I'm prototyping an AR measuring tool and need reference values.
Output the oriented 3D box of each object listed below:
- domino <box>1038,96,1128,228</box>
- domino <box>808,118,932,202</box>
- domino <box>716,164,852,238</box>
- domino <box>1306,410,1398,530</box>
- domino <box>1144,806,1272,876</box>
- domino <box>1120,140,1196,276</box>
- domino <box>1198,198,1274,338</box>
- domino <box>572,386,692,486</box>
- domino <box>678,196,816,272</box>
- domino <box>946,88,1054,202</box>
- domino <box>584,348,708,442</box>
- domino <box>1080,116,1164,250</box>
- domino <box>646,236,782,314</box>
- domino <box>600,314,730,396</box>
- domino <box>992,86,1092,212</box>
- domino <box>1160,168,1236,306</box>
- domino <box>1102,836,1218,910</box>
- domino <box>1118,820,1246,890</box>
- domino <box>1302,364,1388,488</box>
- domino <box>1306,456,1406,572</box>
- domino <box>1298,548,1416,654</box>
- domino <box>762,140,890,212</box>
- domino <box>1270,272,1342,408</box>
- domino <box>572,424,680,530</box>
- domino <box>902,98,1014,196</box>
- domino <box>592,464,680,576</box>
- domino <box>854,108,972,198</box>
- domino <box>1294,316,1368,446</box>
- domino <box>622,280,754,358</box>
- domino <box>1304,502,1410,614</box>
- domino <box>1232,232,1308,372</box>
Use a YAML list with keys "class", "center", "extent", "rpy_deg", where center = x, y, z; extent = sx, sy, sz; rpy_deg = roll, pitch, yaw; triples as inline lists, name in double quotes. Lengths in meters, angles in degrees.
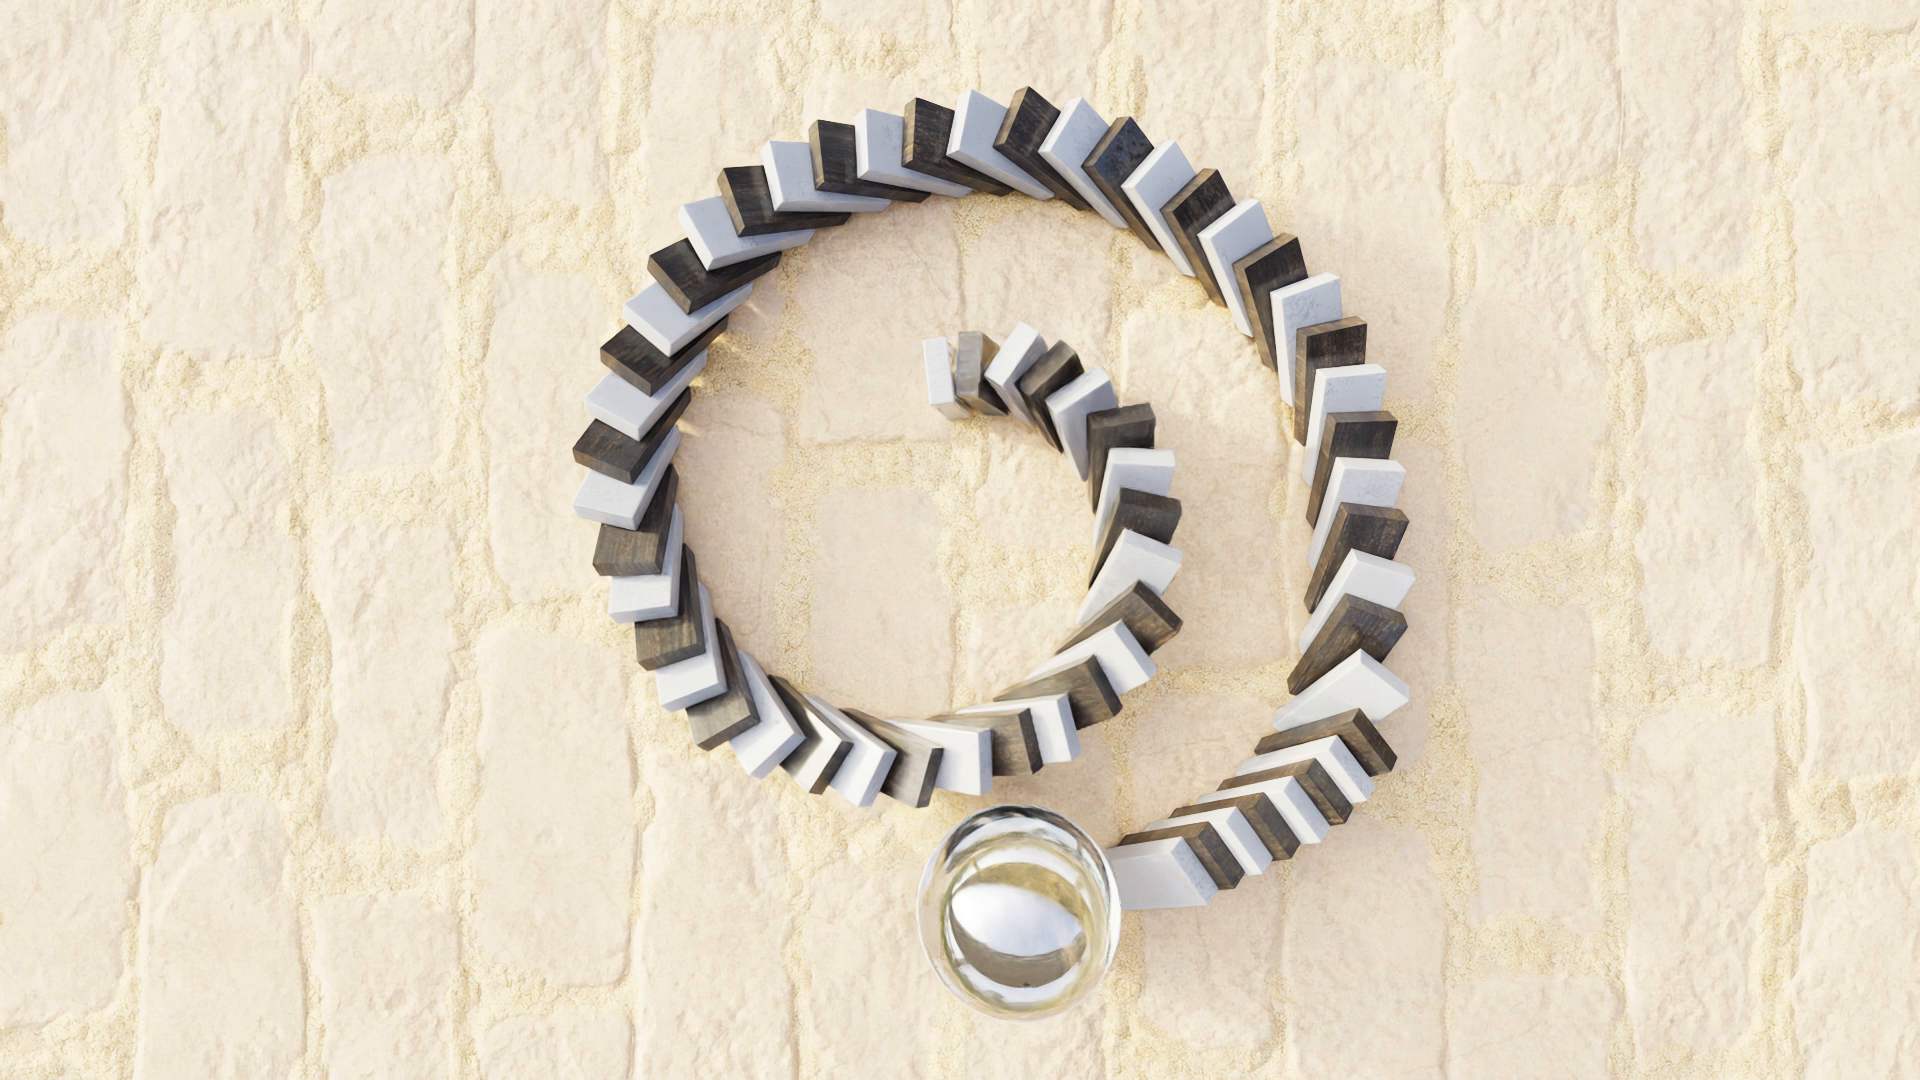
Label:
- class: "domino"
  center: [0.058, -0.156, 0.382]
  extent: [0.050, 0.010, 0.025]
  rpy_deg: [31, 89, -32]
- class: "domino"
  center: [-0.037, -0.157, 0.383]
  extent: [0.050, 0.009, 0.025]
  rpy_deg: [-6, 90, -32]
- class: "domino"
  center: [-0.073, -0.143, 0.382]
  extent: [0.050, 0.010, 0.025]
  rpy_deg: [-20, 89, -33]
- class: "domino"
  center: [0.163, -0.029, 0.383]
  extent: [0.025, 0.010, 0.050]
  rpy_deg: [-2, 122, 0]
- class: "domino"
  center: [0.100, 0.126, 0.378]
  extent: [0.009, 0.050, 0.025]
  rpy_deg: [-36, 90, -39]
- class: "domino"
  center: [0.091, -0.138, 0.383]
  extent: [0.025, 0.010, 0.050]
  rpy_deg: [-48, 122, 0]
- class: "domino"
  center: [0.121, -0.113, 0.383]
  extent: [0.025, 0.010, 0.050]
  rpy_deg: [-37, 122, 0]
- class: "domino"
  center: [-0.136, -0.049, 0.382]
  extent: [0.025, 0.009, 0.050]
  rpy_deg: [22, 57, 0]
- class: "domino"
  center: [-0.089, -0.132, 0.382]
  extent: [0.050, 0.010, 0.025]
  rpy_deg: [-29, 90, -33]
- class: "domino"
  center: [0.020, -0.164, 0.382]
  extent: [0.050, 0.009, 0.025]
  rpy_deg: [12, 90, -33]
- class: "domino"
  center: [-0.130, -0.067, 0.382]
  extent: [0.025, 0.010, 0.050]
  rpy_deg: [28, 57, 0]
- class: "domino"
  center: [0.075, -0.148, 0.383]
  extent: [0.050, 0.010, 0.025]
  rpy_deg: [37, 89, -32]
- class: "domino"
  center: [-0.102, -0.116, 0.382]
  extent: [0.025, 0.009, 0.050]
  rpy_deg: [48, 57, 0]
- class: "domino"
  center: [-0.123, -0.085, 0.383]
  extent: [0.025, 0.010, 0.050]
  rpy_deg: [35, 57, 0]
- class: "domino"
  center: [0.040, -0.162, 0.382]
  extent: [0.050, 0.009, 0.025]
  rpy_deg: [23, 89, -33]
- class: "domino"
  center: [0.106, -0.126, 0.383]
  extent: [0.025, 0.010, 0.050]
  rpy_deg: [-43, 122, 0]
- class: "domino"
  center: [0.079, 0.138, 0.378]
  extent: [0.009, 0.050, 0.025]
  rpy_deg: [-35, 90, -39]
- class: "domino"
  center: [0.089, 0.132, 0.378]
  extent: [0.010, 0.050, 0.025]
  rpy_deg: [-36, 90, -39]
- class: "domino"
  center: [0.160, -0.047, 0.383]
  extent: [0.025, 0.009, 0.050]
  rpy_deg: [-6, 122, -1]
- class: "domino"
  center: [0.165, -0.010, 0.383]
  extent: [0.025, 0.009, 0.050]
  rpy_deg: [3, 122, 0]
- class: "domino"
  center: [0.165, 0.030, 0.383]
  extent: [0.025, 0.009, 0.050]
  rpy_deg: [17, 122, 0]
- class: "domino"
  center: [-0.055, -0.151, 0.382]
  extent: [0.050, 0.009, 0.025]
  rpy_deg: [-13, 90, -33]
- class: "domino"
  center: [0.146, -0.083, 0.382]
  extent: [0.025, 0.010, 0.050]
  rpy_deg: [-20, 123, 0]
- class: "domino"
  center: [-0.138, -0.029, 0.382]
  extent: [0.025, 0.010, 0.050]
  rpy_deg: [13, 57, 0]
- class: "domino"
  center: [0.000, -0.163, 0.383]
  extent: [0.050, 0.009, 0.025]
  rpy_deg: [3, 90, -32]
- class: "domino"
  center: [-0.135, -0.009, 0.382]
  extent: [0.025, 0.009, 0.050]
  rpy_deg: [-2, 56, 0]
- class: "domino"
  center: [-0.019, -0.161, 0.383]
  extent: [0.050, 0.009, 0.025]
  rpy_deg: [-3, 90, -32]
- class: "domino"
  center: [0.154, -0.066, 0.382]
  extent: [0.025, 0.009, 0.050]
  rpy_deg: [-12, 122, -1]
- class: "domino"
  center: [-0.113, -0.100, 0.383]
  extent: [0.025, 0.009, 0.050]
  rpy_deg: [40, 57, 0]
- class: "domino"
  center: [0.165, 0.009, 0.383]
  extent: [0.025, 0.010, 0.050]
  rpy_deg: [7, 122, 0]
- class: "domino"
  center: [0.133, -0.099, 0.383]
  extent: [0.025, 0.009, 0.050]
  rpy_deg: [-31, 123, 0]
